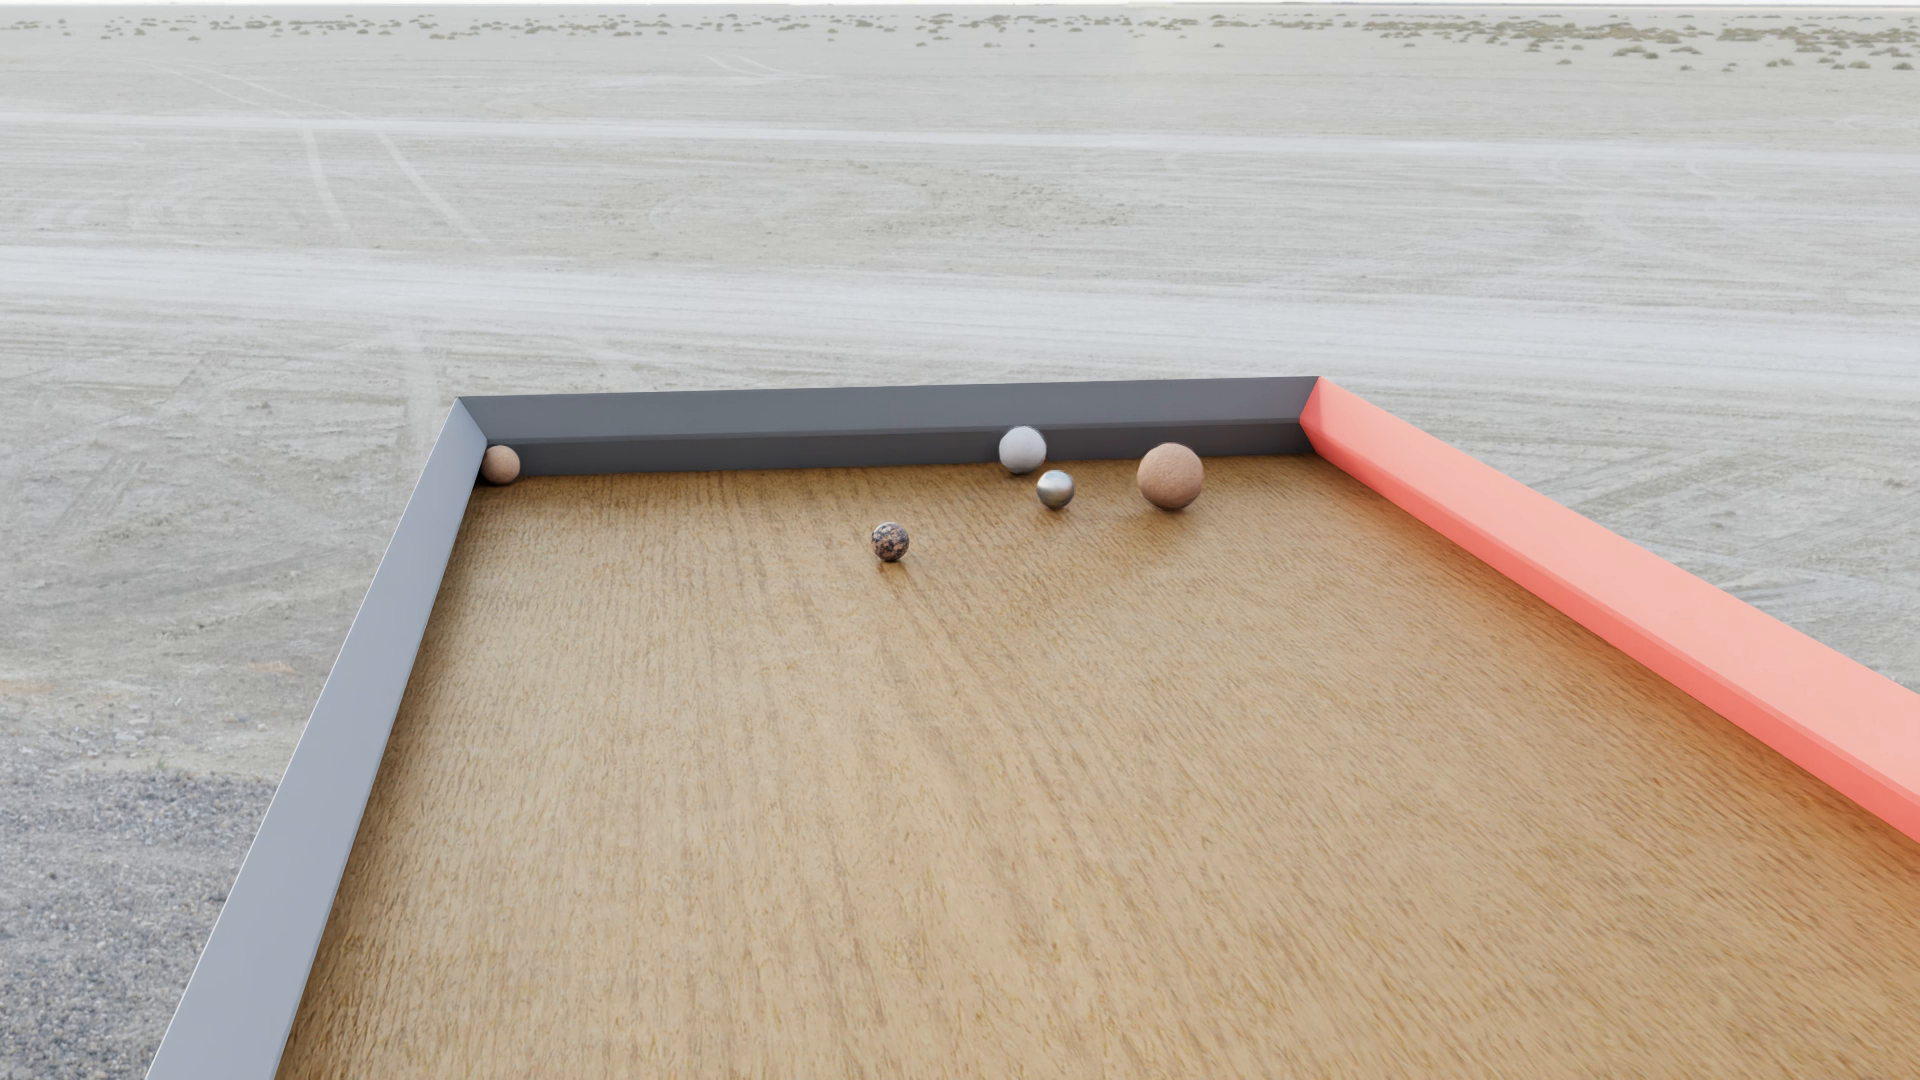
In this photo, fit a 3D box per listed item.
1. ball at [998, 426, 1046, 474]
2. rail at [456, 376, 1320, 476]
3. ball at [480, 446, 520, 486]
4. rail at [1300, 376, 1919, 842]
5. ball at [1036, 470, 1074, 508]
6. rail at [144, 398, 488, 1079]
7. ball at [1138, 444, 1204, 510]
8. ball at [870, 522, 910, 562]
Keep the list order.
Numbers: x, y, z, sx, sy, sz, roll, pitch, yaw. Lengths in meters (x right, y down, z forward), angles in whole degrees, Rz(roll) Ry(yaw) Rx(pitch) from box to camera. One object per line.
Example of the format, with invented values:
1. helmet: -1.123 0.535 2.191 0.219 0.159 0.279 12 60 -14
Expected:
1. ball: 0.095 -0.135 3.333 0.073 0.073 0.073 0 14 0
2. rail: -0.089 -0.171 3.372 1.337 0.122 0.045 -2 14 -8
3. ball: -0.682 -0.111 3.259 0.059 0.059 0.059 0 14 0
4. rail: 0.730 0.100 2.243 0.045 0.122 2.580 -2 14 -8
5. ball: 0.135 -0.071 3.105 0.054 0.054 0.054 0 14 0
6. rail: -0.546 0.144 2.064 0.045 0.122 2.580 -2 14 -8
7. ball: 0.297 -0.089 3.093 0.094 0.094 0.094 0 14 0
8. ball: -0.090 0.002 2.810 0.050 0.050 0.050 0 14 0
